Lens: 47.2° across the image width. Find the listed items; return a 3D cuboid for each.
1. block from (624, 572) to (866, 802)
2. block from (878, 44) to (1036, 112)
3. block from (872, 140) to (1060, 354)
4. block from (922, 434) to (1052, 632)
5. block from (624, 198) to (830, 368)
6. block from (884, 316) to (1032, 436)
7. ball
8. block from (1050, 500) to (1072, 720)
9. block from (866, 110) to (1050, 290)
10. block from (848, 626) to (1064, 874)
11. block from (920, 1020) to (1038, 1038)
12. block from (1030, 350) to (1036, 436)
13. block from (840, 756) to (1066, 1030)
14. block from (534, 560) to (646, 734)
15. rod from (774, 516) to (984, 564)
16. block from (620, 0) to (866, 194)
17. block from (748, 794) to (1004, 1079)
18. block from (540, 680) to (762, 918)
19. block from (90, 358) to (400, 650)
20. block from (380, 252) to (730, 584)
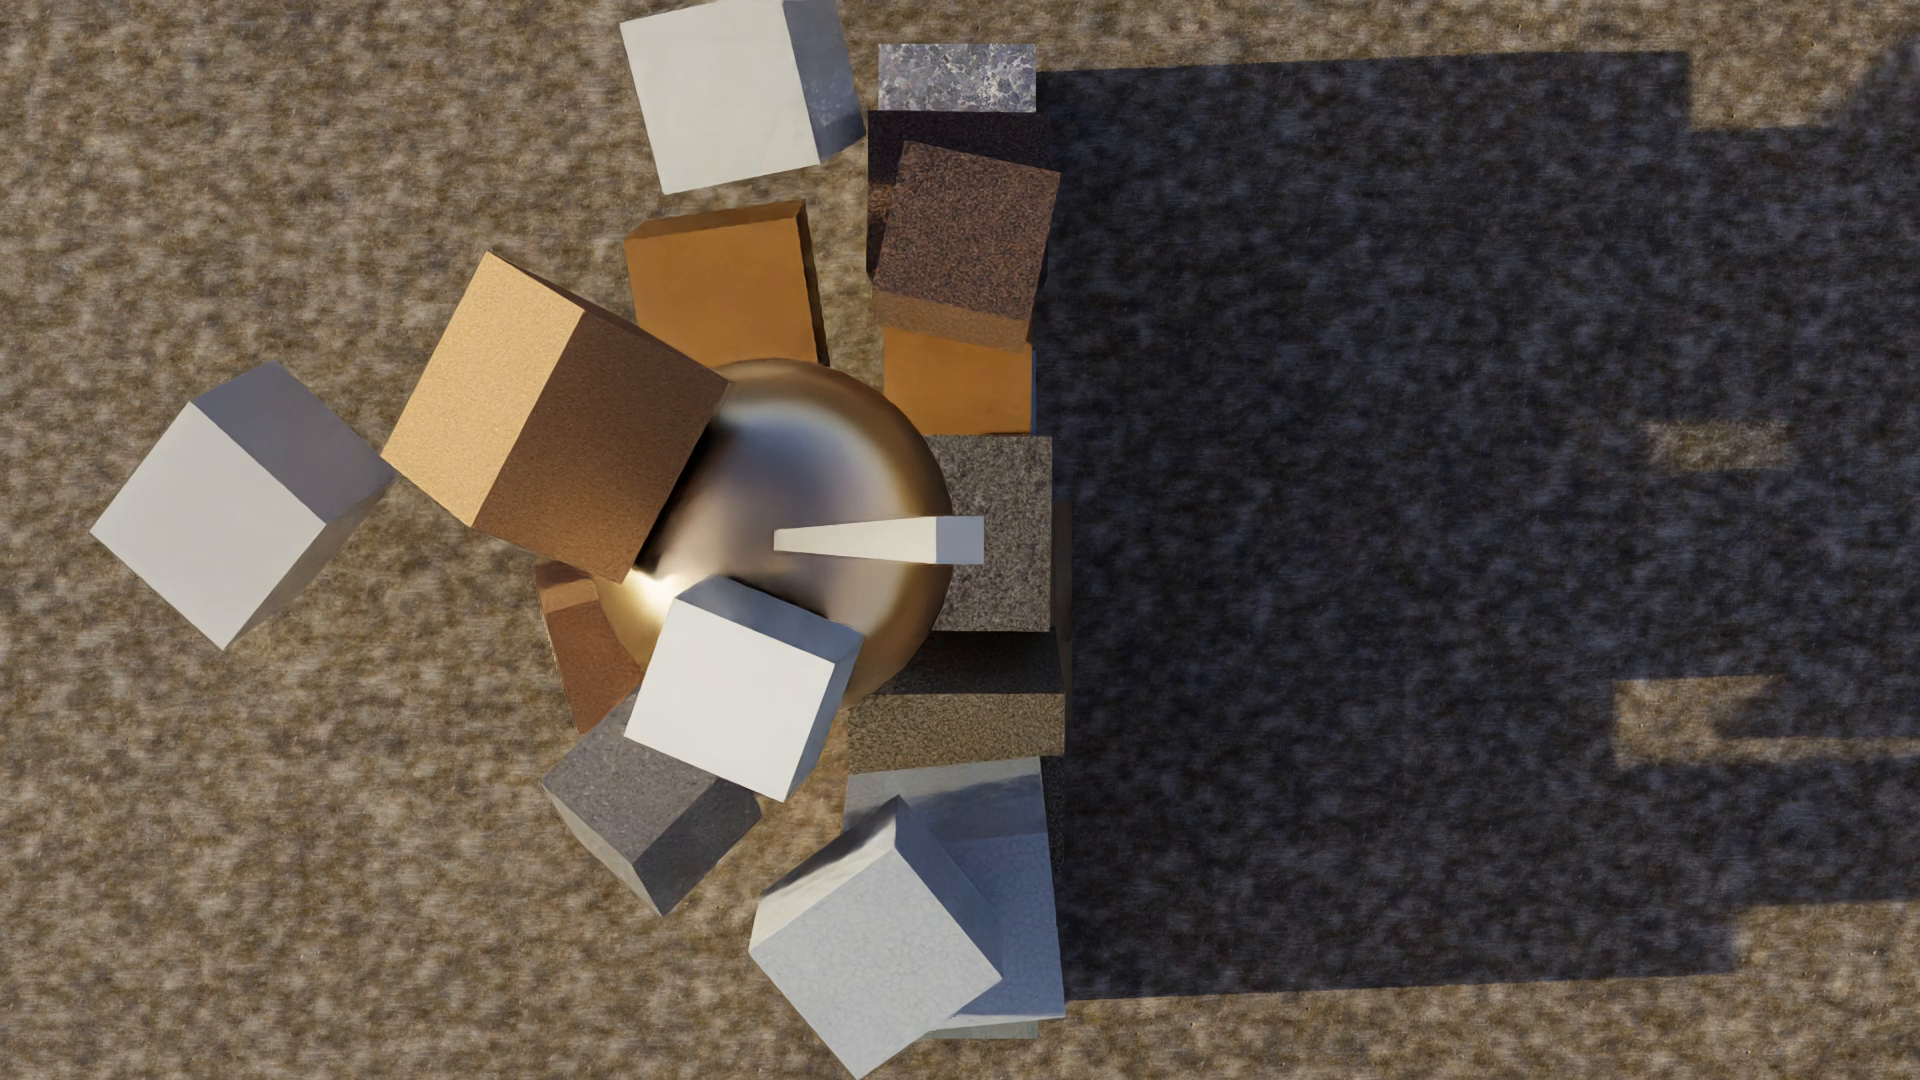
[{"bbox_3d":[-0.831,0.564,8.603,0.665,0.589,0.581,22,101,5],"label":"block"},{"bbox_3d":[-0.015,-2.301,12.554,0.865,0.892,0.861,0,90,0],"label":"block"},{"bbox_3d":[0.025,-1.440,10.926,0.773,0.680,0.759,12,81,0],"label":"block"},{"bbox_3d":[-0.009,-0.034,11.303,0.916,0.938,0.963,1,90,0],"label":"block"},{"bbox_3d":[-1.206,-1.196,11.670,0.883,0.852,1.021,-8,105,1],"label":"block"},{"bbox_3d":[-0.011,-0.953,11.698,0.759,0.854,0.822,1,91,0],"label":"block"},{"bbox_3d":[-0.817,0.000,9.635,1.600,1.600,1.600,0,90,0],"label":"ball"},{"bbox_3d":[0.013,0.378,12.386,1.171,1.228,1.177,0,90,0],"label":"block"},{"bbox_3d":[-0.006,-1.797,11.716,0.935,0.792,0.832,1,91,0],"label":"block"},{"bbox_3d":[-0.015,1.051,11.223,1.044,1.106,0.929,0,104,0],"label":"block"},{"bbox_3d":[0.010,2.322,12.524,0.834,0.952,0.820,0,90,0],"label":"block"},{"bbox_3d":[-0.001,-0.639,12.630,0.850,0.740,0.836,0,90,0],"label":"block"},{"bbox_3d":[-0.031,1.646,10.297,0.931,0.983,0.895,-6,104,1],"label":"block"},{"bbox_3d":[-1.829,0.488,12.061,0.795,0.760,0.720,-16,112,-10],"label":"block"},{"bbox_3d":[-0.354,0.000,6.267,0.080,5.200,0.080,0,90,-8],"label":"rod"},{"bbox_3d":[-1.062,-2.293,10.988,0.823,0.883,0.845,-8,107,16],"label":"block"},{"bbox_3d":[-0.352,1.702,9.487,0.774,0.614,0.744,-37,102,9],"label":"block"},{"bbox_3d":[-1.334,1.133,9.609,0.569,0.689,0.632,37,71,22],"label":"block"},{"bbox_3d":[-3.839,-0.205,11.866,0.931,0.878,1.009,43,112,-4],"label":"block"},{"bbox_3d":[-1.639,-0.491,8.897,0.779,0.784,0.937,31,94,44],"label":"block"}]
